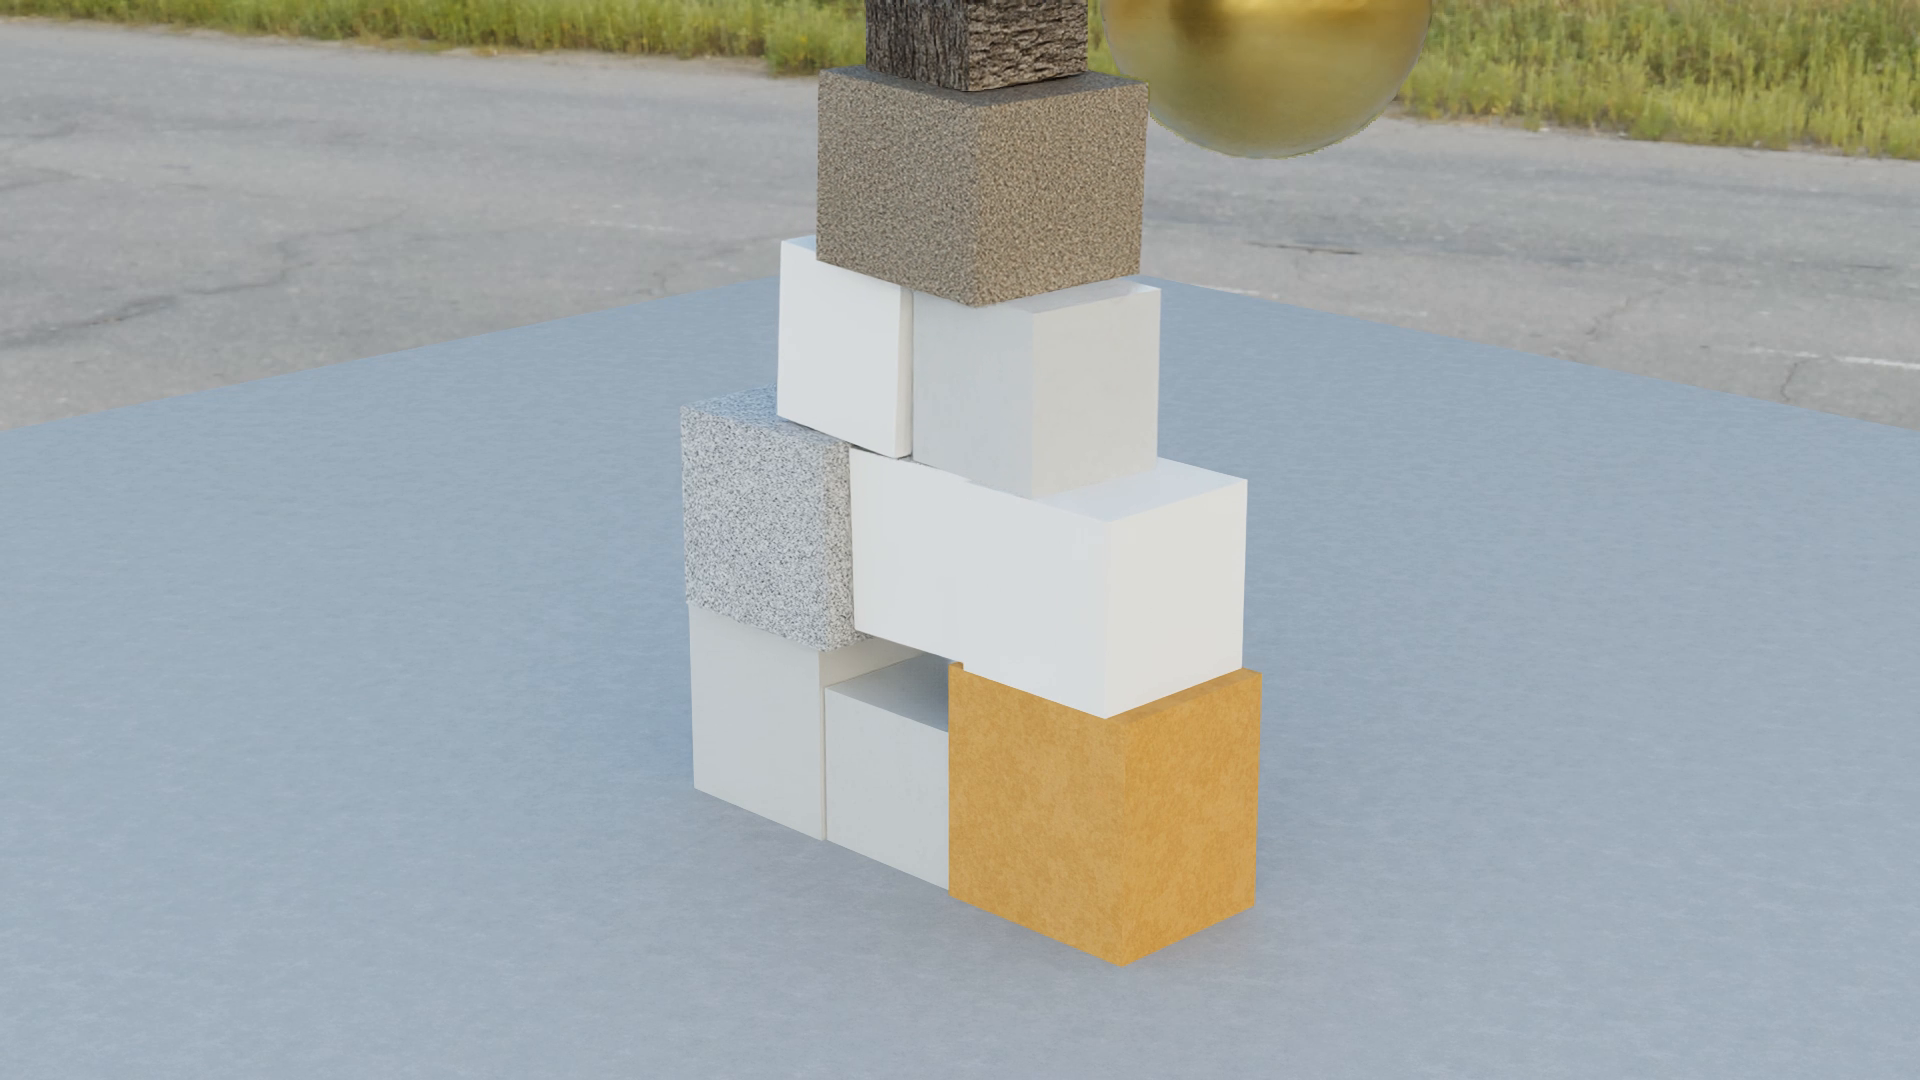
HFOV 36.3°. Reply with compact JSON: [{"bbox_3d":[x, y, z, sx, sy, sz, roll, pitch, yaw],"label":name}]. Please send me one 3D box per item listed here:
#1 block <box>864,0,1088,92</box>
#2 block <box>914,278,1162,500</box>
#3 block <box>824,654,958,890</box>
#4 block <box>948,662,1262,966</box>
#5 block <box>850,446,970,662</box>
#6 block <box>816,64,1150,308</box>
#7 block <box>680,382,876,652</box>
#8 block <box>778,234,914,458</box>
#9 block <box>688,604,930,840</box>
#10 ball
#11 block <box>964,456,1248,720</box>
[{"bbox_3d":[0.068,-2.351,12.499,0.679,0.713,0.667,-17,25,-39],"label":"block"},{"bbox_3d":[0.327,-0.712,12.705,0.726,0.803,0.785,-14,23,-38],"label":"block"},{"bbox_3d":[-0.046,1.056,13.713,0.801,0.763,0.842,-17,24,-42],"label":"block"},{"bbox_3d":[0.635,1.093,13.022,1.048,1.106,0.889,17,24,42],"label":"block"},{"bbox_3d":[0.058,-0.012,13.287,0.779,0.859,0.771,-17,22,-42],"label":"block"},{"bbox_3d":[0.088,-1.592,12.700,0.986,0.839,1.019,-15,26,-40],"label":"block"},{"bbox_3d":[-0.584,-0.171,13.891,1.060,0.977,0.995,-17,24,-42],"label":"block"},{"bbox_3d":[-0.245,-0.940,13.327,0.845,0.822,0.783,-17,28,-42],"label":"block"},{"bbox_3d":[-0.678,0.748,14.282,0.860,1.010,0.930,-17,24,-42],"label":"block"},{"bbox_3d":[1.467,-2.632,14.052,1.600,1.600,1.600,0,17,0],"label":"ball"},{"bbox_3d":[0.626,0.156,12.724,0.886,0.860,0.840,-17,24,-42],"label":"block"}]
